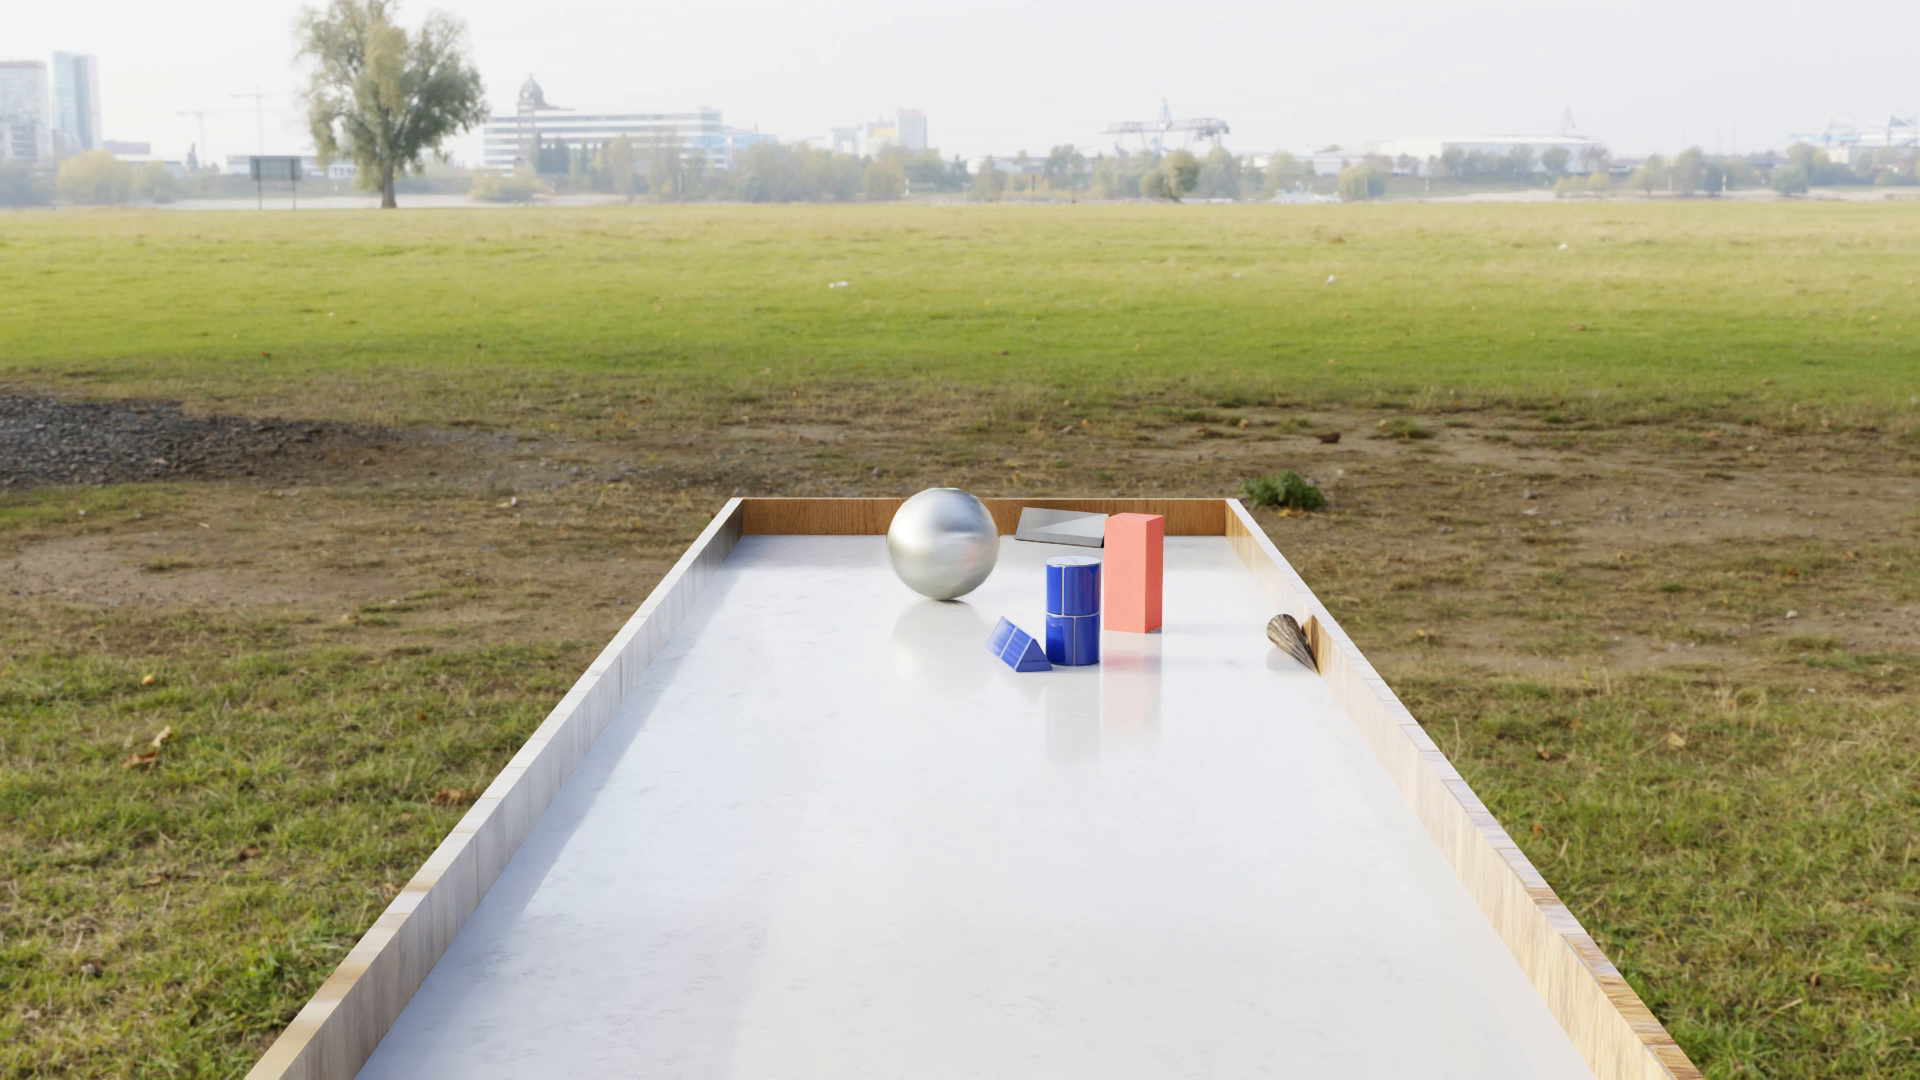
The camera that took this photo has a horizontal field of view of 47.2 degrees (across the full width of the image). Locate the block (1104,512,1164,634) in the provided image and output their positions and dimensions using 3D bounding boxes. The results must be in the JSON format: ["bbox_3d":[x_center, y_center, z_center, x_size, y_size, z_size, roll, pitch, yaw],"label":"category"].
[{"bbox_3d":[0.566,0.106,7.168,0.146,0.366,0.146,5,10,28],"label":"block"}]

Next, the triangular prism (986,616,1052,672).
[{"bbox_3d":[0.178,0.313,6.703,0.114,0.099,0.359,-2,9,-14],"label":"triangular prism"}]

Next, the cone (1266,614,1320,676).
[{"bbox_3d":[1.038,0.342,6.689,0.103,0.103,0.459,-1,15,-6],"label":"cone"}]

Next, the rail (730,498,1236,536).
[{"bbox_3d":[0.099,-0.098,9.147,2.100,0.150,0.050,0,9,1],"label":"rail"}]

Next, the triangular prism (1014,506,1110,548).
[{"bbox_3d":[0.432,-0.058,8.949,0.399,0.127,0.147,6,11,31],"label":"triangular prism"}]

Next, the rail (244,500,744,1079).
[{"bbox_3d":[-1.004,0.839,3.234,0.050,0.150,12.000,0,9,1],"label":"rail"}]

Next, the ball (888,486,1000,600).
[{"bbox_3d":[-0.058,0.011,7.684,0.393,0.393,0.393,0,9,0],"label":"ball"}]

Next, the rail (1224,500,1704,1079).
[{"bbox_3d":[1.046,0.843,3.208,0.050,0.150,12.000,0,9,1],"label":"rail"}]

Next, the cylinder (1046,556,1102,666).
[{"bbox_3d":[0.343,0.214,6.668,0.169,0.310,0.169,0,9,0],"label":"cylinder"}]
